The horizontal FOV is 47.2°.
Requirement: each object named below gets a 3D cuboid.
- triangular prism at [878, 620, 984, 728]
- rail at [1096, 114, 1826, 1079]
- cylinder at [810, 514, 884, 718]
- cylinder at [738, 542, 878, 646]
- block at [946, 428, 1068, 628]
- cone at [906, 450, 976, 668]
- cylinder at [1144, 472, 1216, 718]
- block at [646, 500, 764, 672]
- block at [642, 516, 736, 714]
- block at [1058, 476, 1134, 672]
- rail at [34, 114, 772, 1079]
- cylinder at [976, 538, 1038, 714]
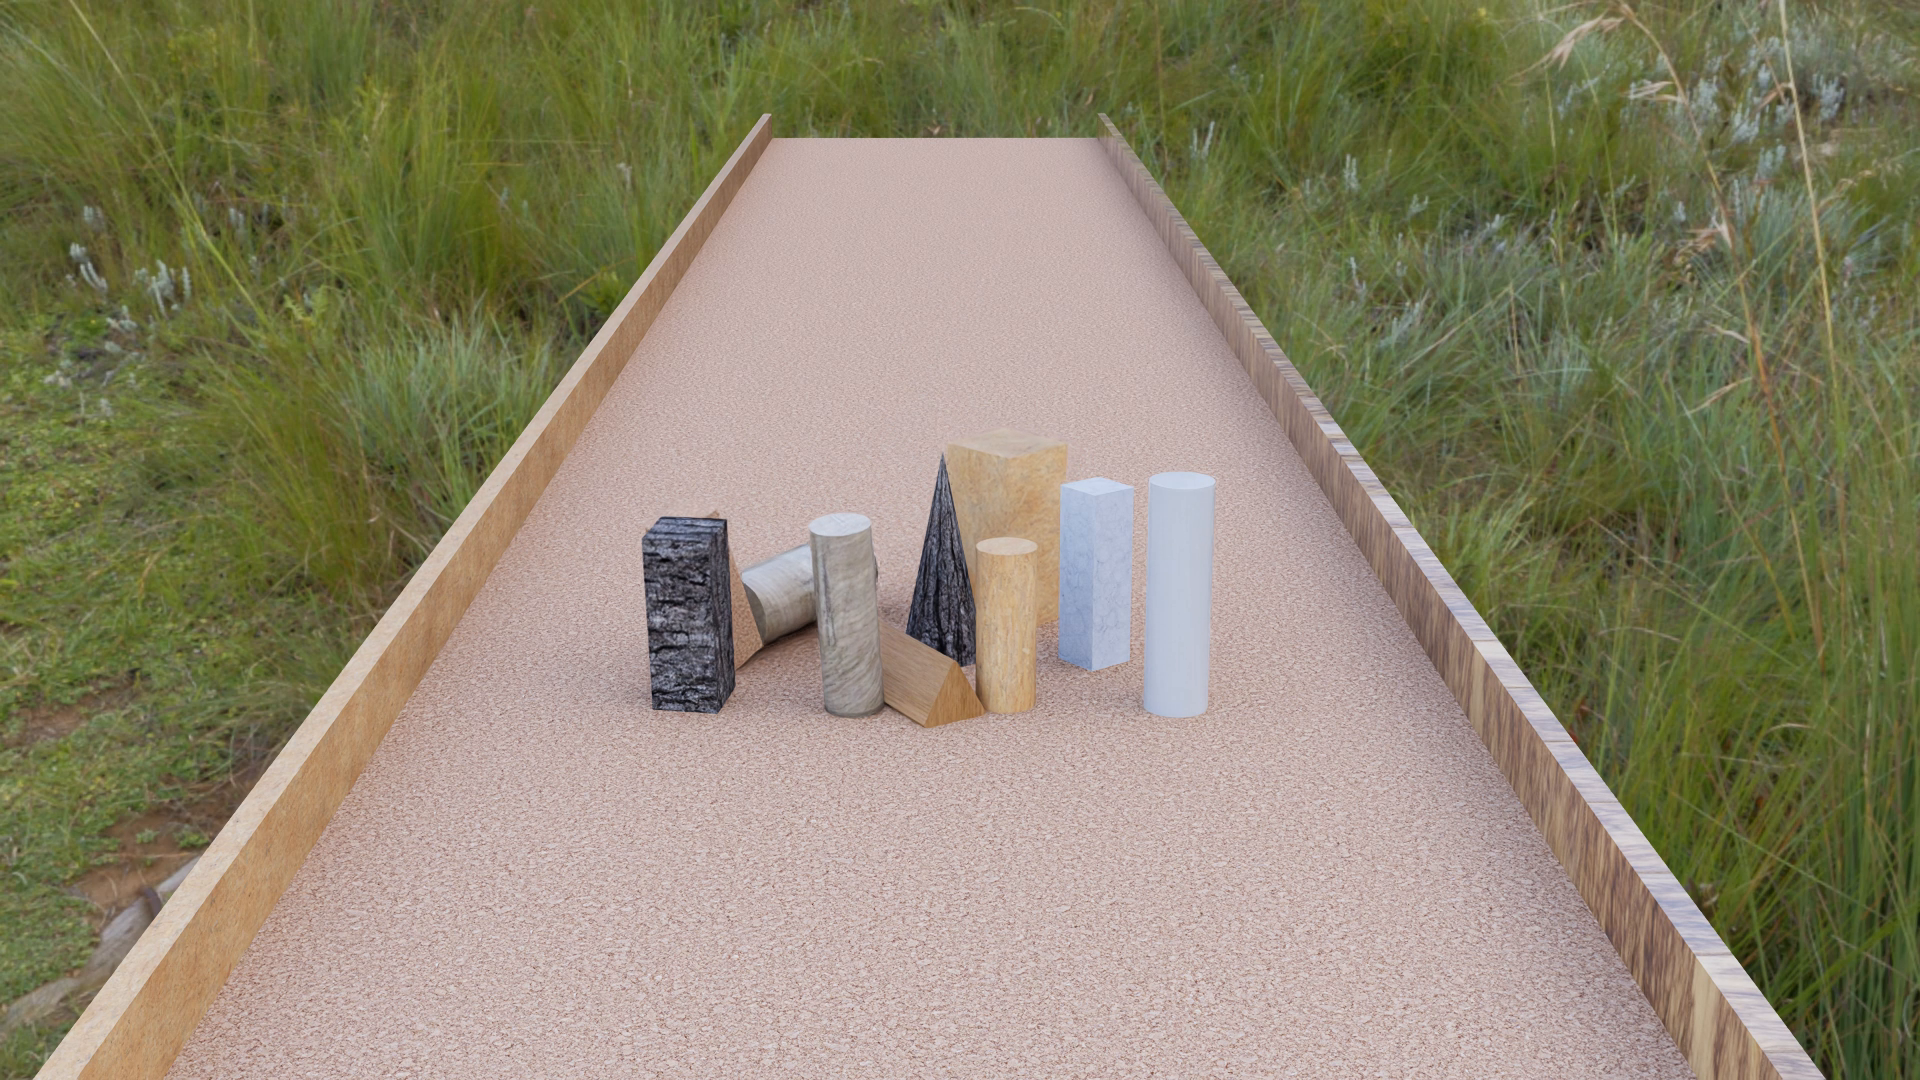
[{"bbox_3d":[-0.104,0.236,4.218,0.134,0.116,0.360,-10,19,-30],"label":"triangular prism"},{"bbox_3d":[0.932,-0.844,7.801,0.050,0.150,12.000,0,17,-1],"label":"rail"},{"bbox_3d":[-0.209,0.141,4.089,0.114,0.367,0.114,-3,22,1],"label":"cylinder"},{"bbox_3d":[-0.349,0.105,4.598,0.158,0.158,0.407,10,19,30],"label":"cylinder"},{"bbox_3d":[0.096,-0.018,4.609,0.176,0.383,0.176,16,23,41],"label":"block"},{"bbox_3d":[-0.034,0.027,4.388,0.169,0.427,0.169,0,17,0],"label":"cone"},{"bbox_3d":[0.408,0.102,4.105,0.122,0.443,0.122,0,17,0],"label":"cylinder"},{"bbox_3d":[-0.498,0.094,4.305,0.101,0.332,0.101,13,41,37],"label":"block"},{"bbox_3d":[-0.509,0.140,4.139,0.127,0.344,0.127,3,21,10],"label":"block"},{"bbox_3d":[0.269,0.067,4.369,0.101,0.361,0.101,-13,21,-37],"label":"block"},{"bbox_3d":[-1.118,-0.838,7.780,0.050,0.150,12.000,0,17,-1],"label":"rail"},{"bbox_3d":[0.087,0.160,4.143,0.115,0.310,0.115,0,17,0],"label":"cylinder"}]
